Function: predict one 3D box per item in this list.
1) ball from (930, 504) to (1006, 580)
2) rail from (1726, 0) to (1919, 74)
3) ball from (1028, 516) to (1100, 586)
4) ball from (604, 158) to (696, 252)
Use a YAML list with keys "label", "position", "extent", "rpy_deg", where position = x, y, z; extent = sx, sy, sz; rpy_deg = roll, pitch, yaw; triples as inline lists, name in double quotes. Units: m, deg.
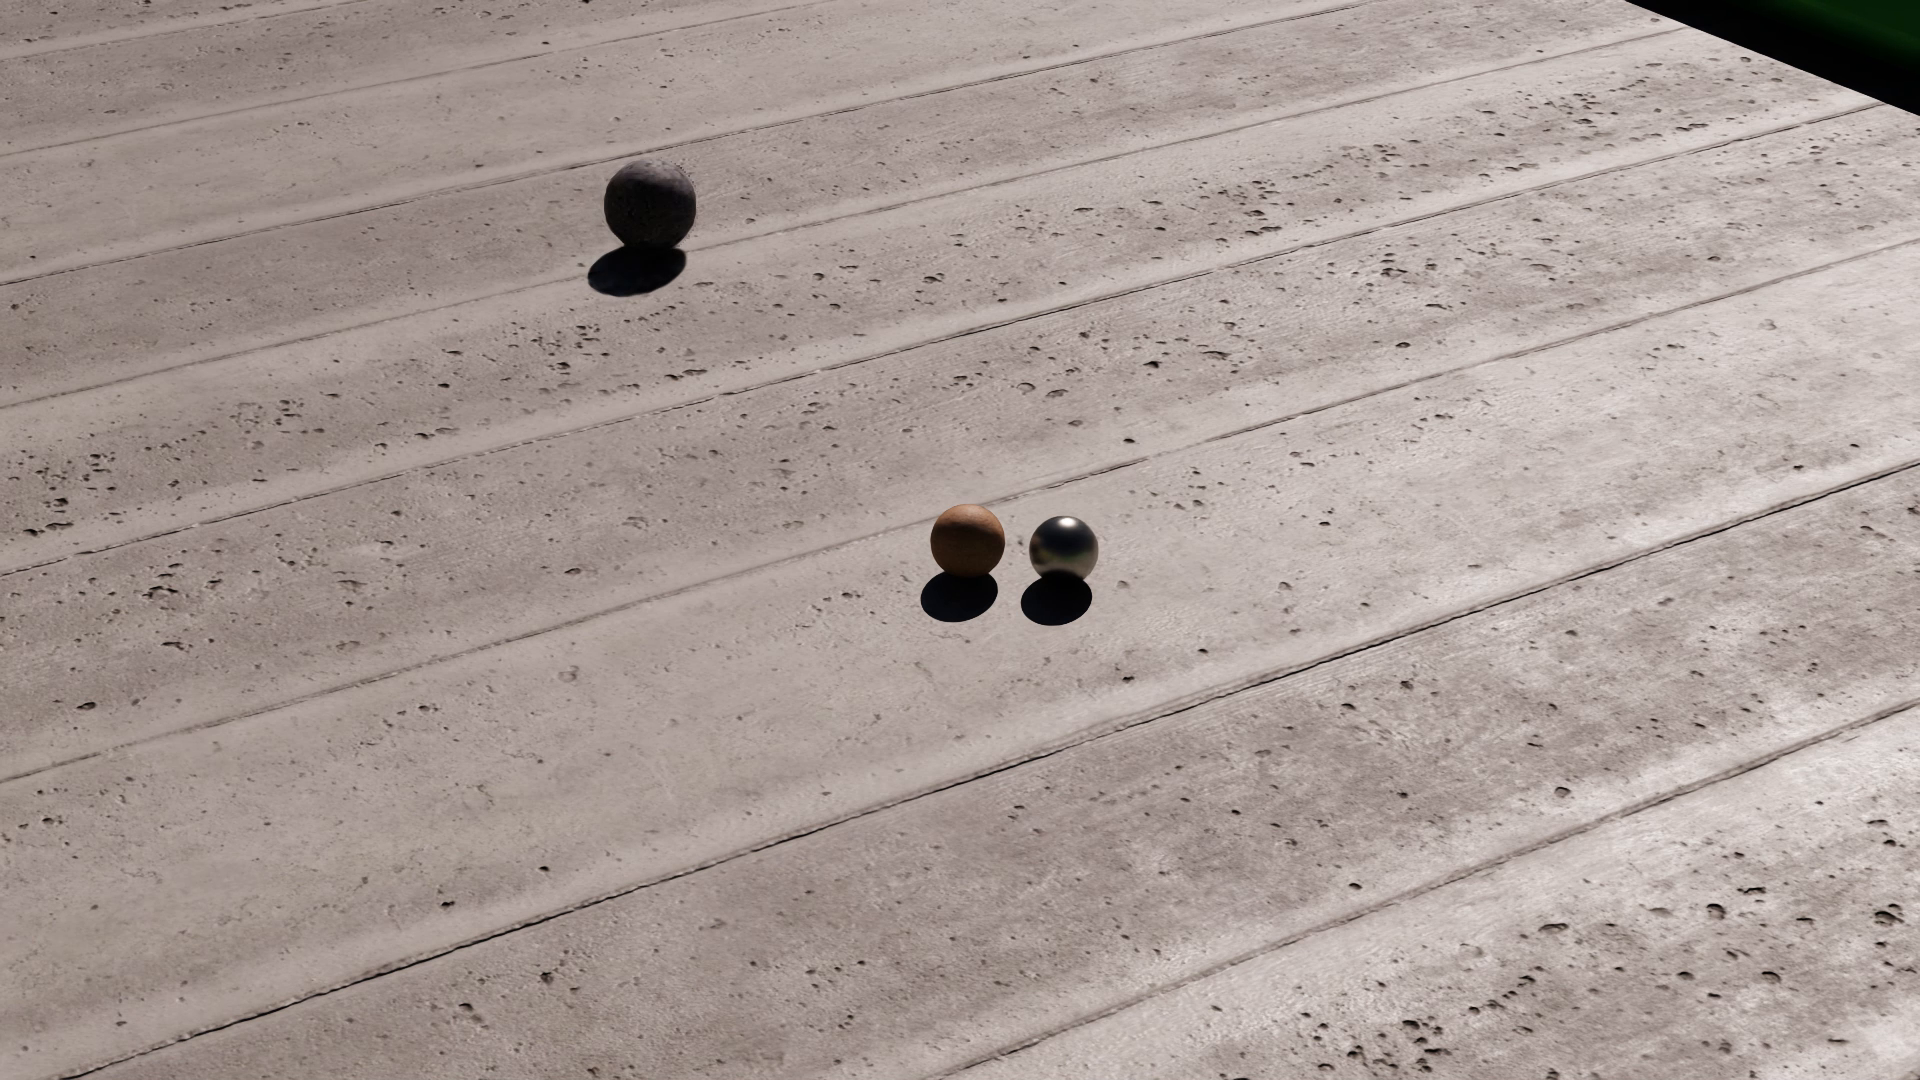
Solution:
- label: "ball"
  position: [0.005, 0.001, 1.890]
  extent: [0.048, 0.048, 0.048]
  rpy_deg: [0, 28, 0]
- label: "rail"
  position: [0.501, -0.767, 3.256]
  extent: [0.045, 0.097, 4.313]
  rpy_deg: [-16, 32, -27]
- label: "ball"
  position: [0.066, 0.007, 1.883]
  extent: [0.045, 0.045, 0.045]
  rpy_deg: [0, 28, 0]
- label: "ball"
  position: [-0.248, -0.268, 2.360]
  extent: [0.075, 0.075, 0.075]
  rpy_deg: [0, 28, 0]
